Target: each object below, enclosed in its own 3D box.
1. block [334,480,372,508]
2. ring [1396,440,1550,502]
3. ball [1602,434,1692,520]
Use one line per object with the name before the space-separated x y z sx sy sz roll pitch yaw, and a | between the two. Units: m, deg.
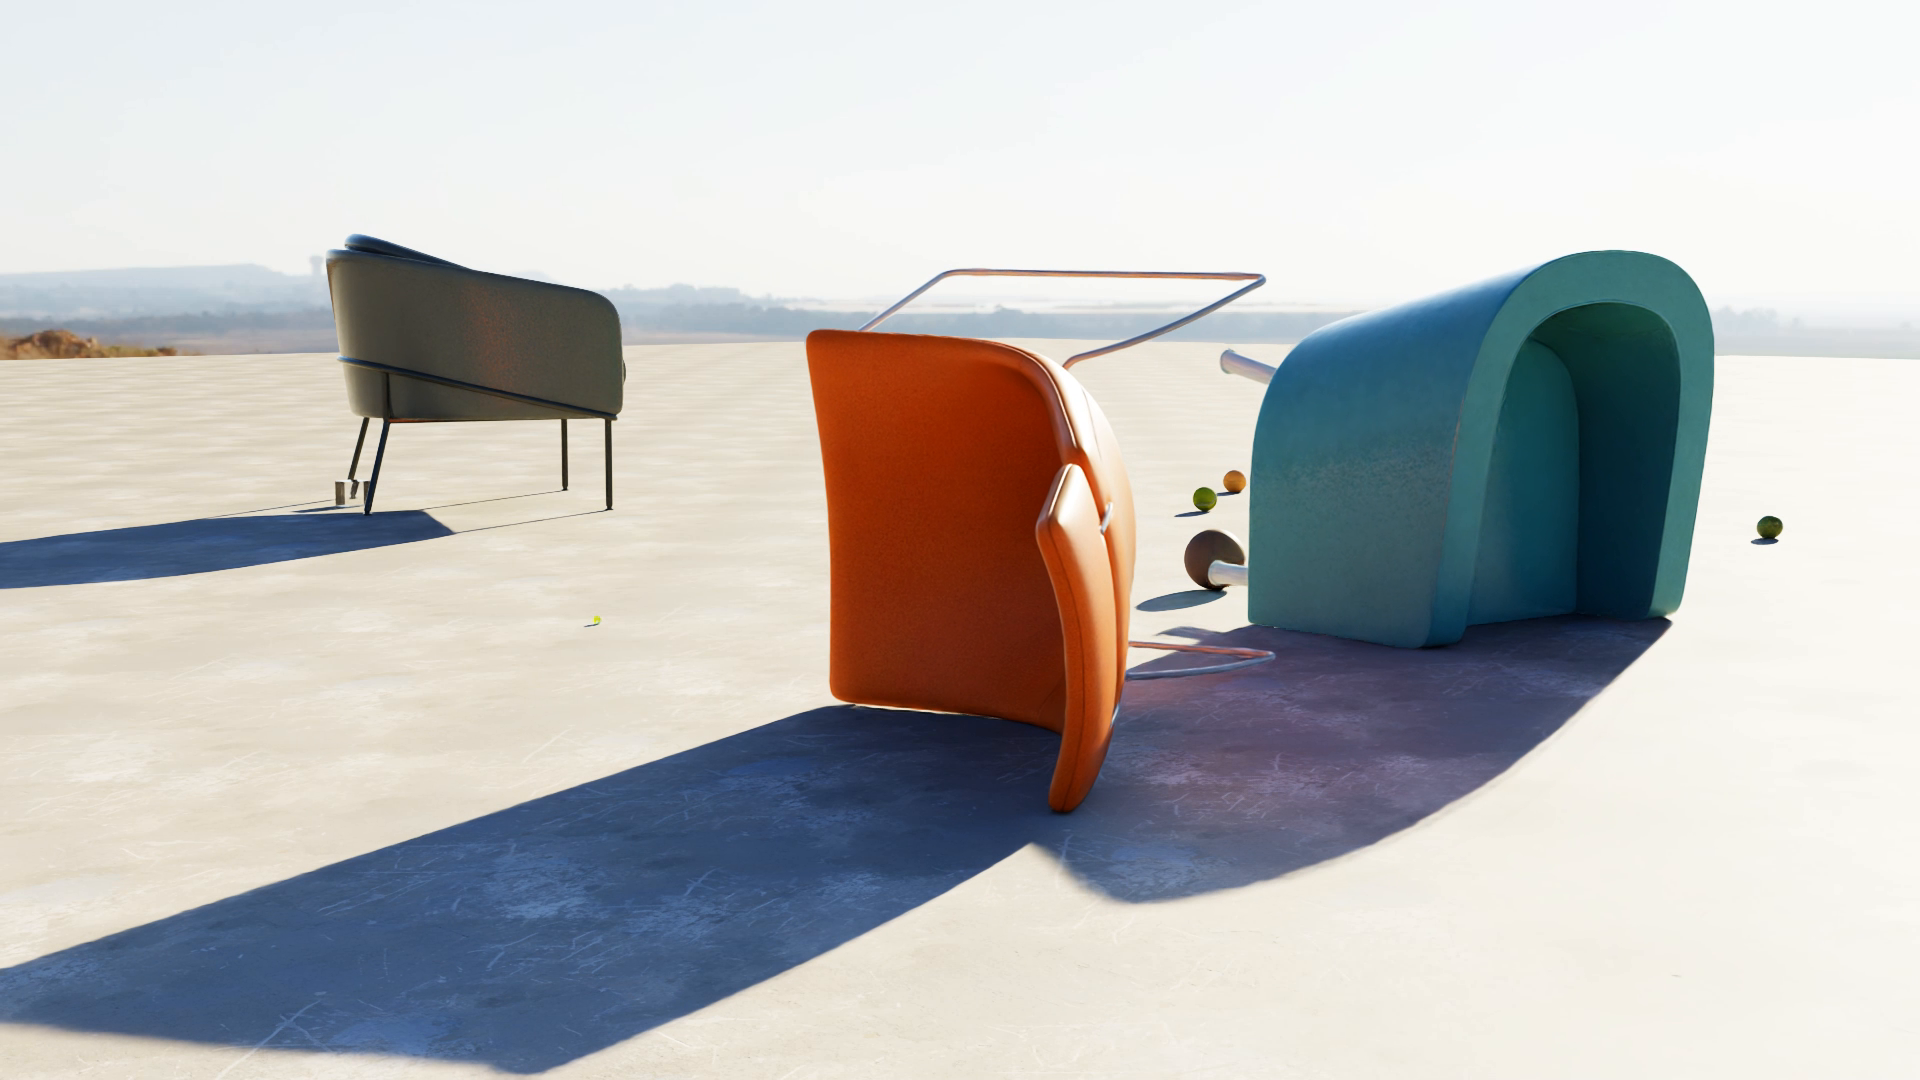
block | -1.743 -0.135 7.369 0.064 0.072 0.077 5 8 40
ring | 1.531 -0.207 7.649 0.478 0.163 0.404 -4 8 -26
ball | 1.858 -0.171 6.931 0.235 0.235 0.235 0 6 0
